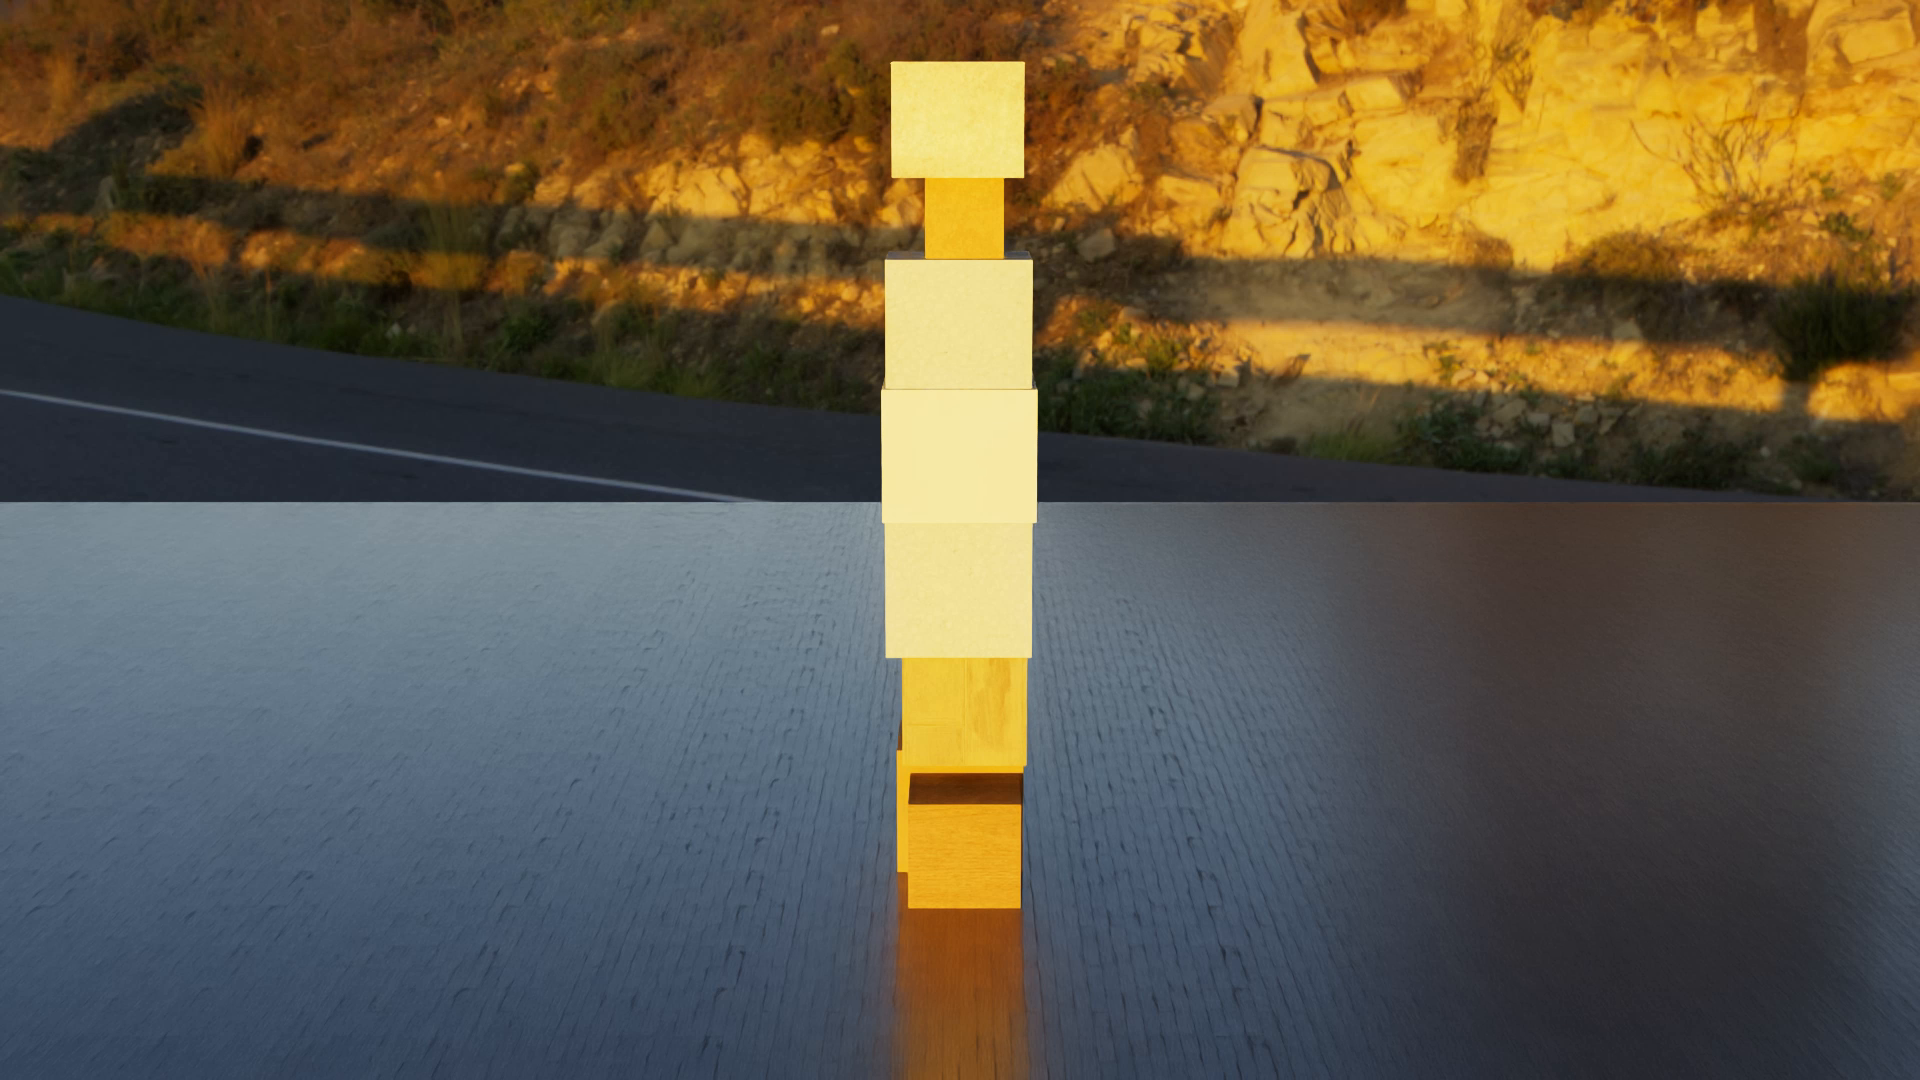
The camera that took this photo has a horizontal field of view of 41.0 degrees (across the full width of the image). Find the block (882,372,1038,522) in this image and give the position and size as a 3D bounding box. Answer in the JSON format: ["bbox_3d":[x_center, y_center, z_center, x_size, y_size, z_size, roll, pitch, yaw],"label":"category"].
[{"bbox_3d":[-0.002,-0.408,11.106,0.653,0.565,0.641,0,10,0],"label":"block"}]

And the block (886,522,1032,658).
[{"bbox_3d":[-0.005,0.157,11.209,0.622,0.584,0.650,0,10,0],"label":"block"}]

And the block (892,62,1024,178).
[{"bbox_3d":[-0.009,-1.783,10.856,0.546,0.471,0.593,0,10,0],"label":"block"}]

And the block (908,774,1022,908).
[{"bbox_3d":[0.019,1.300,11.137,0.479,0.457,0.496,0,10,0],"label":"block"}]

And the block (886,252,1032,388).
[{"bbox_3d":[-0.005,-0.951,11.007,0.614,0.539,0.545,0,10,0],"label":"block"}]

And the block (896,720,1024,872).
[{"bbox_3d":[0.001,1.156,11.648,0.558,0.557,0.540,0,10,0],"label":"block"}]

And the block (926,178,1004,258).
[{"bbox_3d":[0.019,-1.383,10.929,0.329,0.341,0.367,0,10,0],"label":"block"}]

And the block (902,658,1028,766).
[{"bbox_3d":[0.020,0.686,11.305,0.536,0.491,0.537,0,10,0],"label":"block"}]
